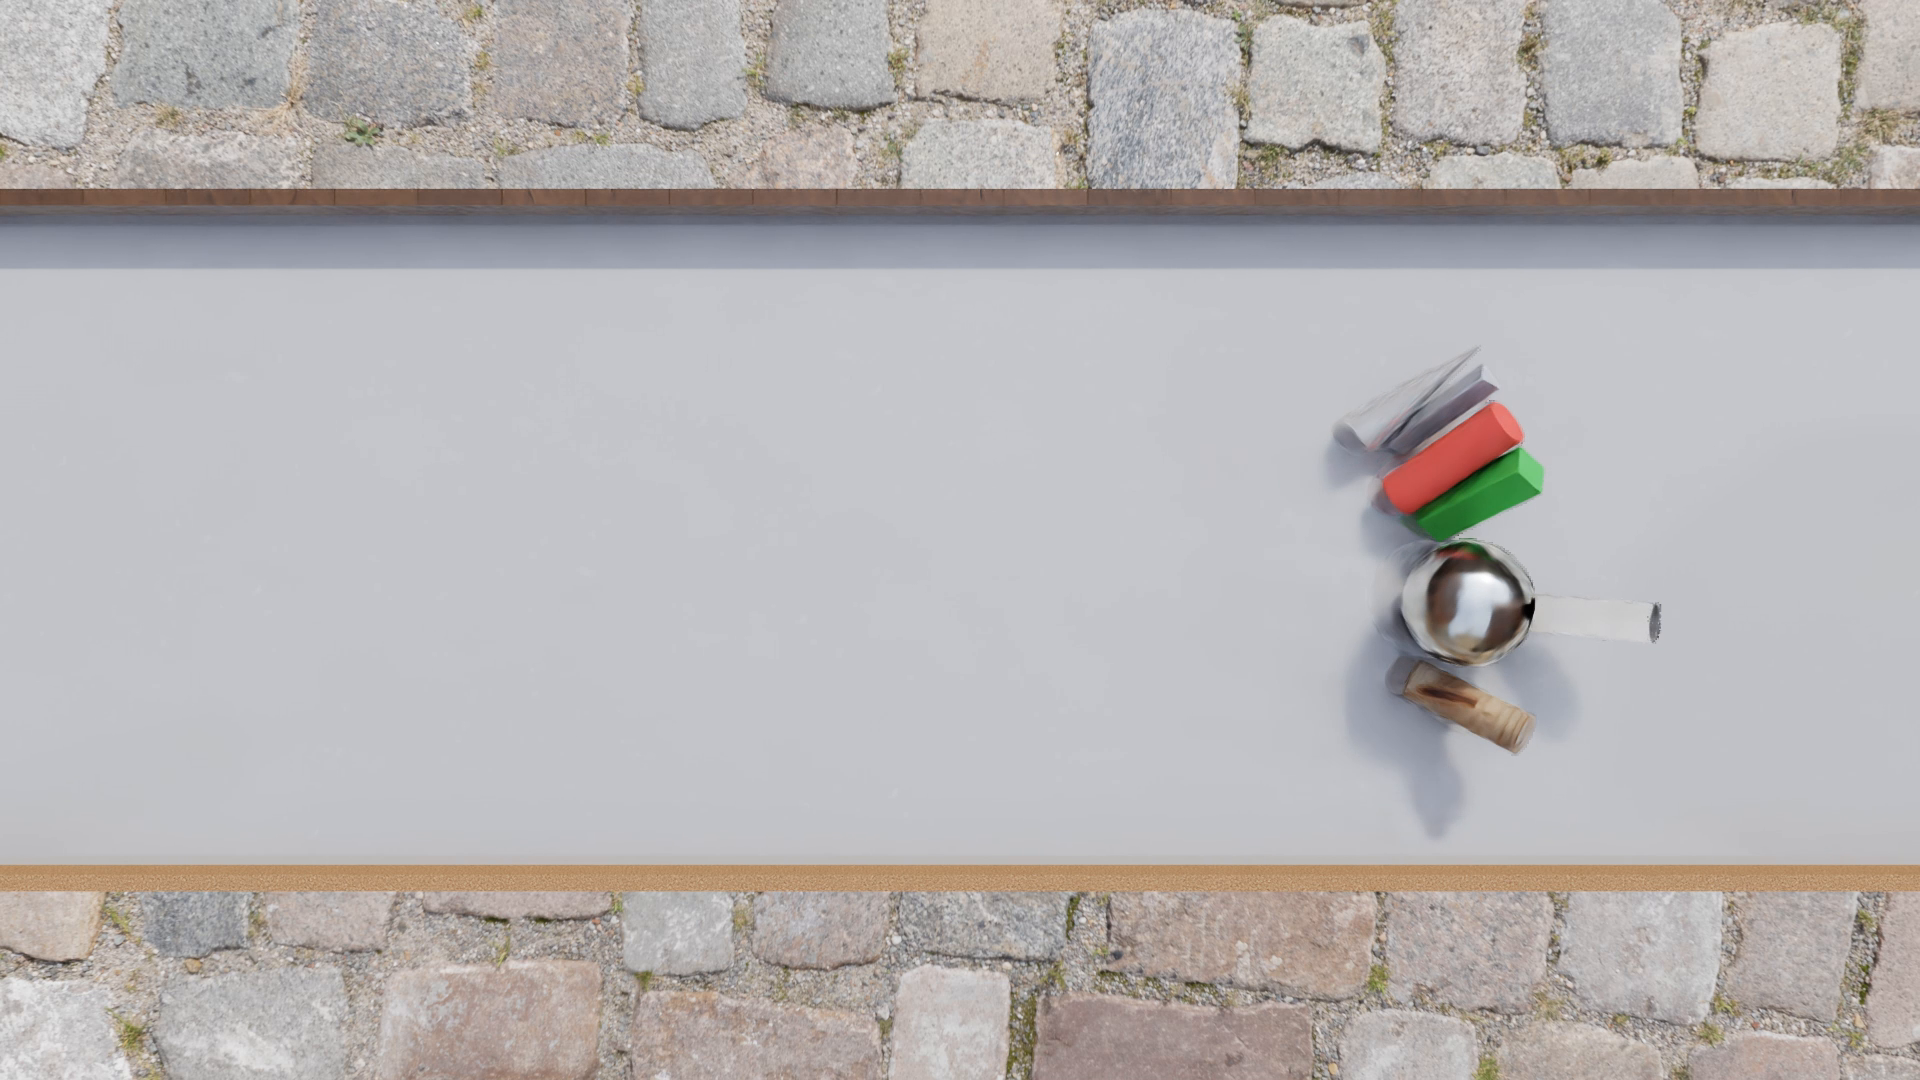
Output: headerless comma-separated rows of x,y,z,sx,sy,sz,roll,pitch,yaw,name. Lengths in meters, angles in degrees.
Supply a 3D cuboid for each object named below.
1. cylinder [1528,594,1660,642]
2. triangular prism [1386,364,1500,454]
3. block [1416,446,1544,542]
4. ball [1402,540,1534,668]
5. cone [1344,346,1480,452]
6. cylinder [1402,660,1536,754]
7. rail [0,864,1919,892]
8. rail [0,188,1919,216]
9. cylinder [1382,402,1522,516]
1.850,0.229,4.908,0.412,0.115,0.115,4,90,36,cylinder
1.427,-0.384,4.923,0.363,0.076,0.087,-40,75,38,triangular prism
1.540,-0.133,4.898,0.105,0.366,0.105,37,48,-19,block
1.500,0.189,4.874,0.374,0.374,0.374,0,90,0,ball
1.380,-0.450,4.946,0.447,0.140,0.140,-38,90,16,cone
1.512,0.496,4.908,0.365,0.125,0.125,29,90,33,cylinder
-2.247,1.025,5.001,12.000,0.150,0.050,0,90,0,rail
-2.247,-1.025,5.002,12.000,0.150,0.050,0,90,0,rail
1.458,-0.240,4.892,0.401,0.140,0.140,-39,90,34,cylinder
